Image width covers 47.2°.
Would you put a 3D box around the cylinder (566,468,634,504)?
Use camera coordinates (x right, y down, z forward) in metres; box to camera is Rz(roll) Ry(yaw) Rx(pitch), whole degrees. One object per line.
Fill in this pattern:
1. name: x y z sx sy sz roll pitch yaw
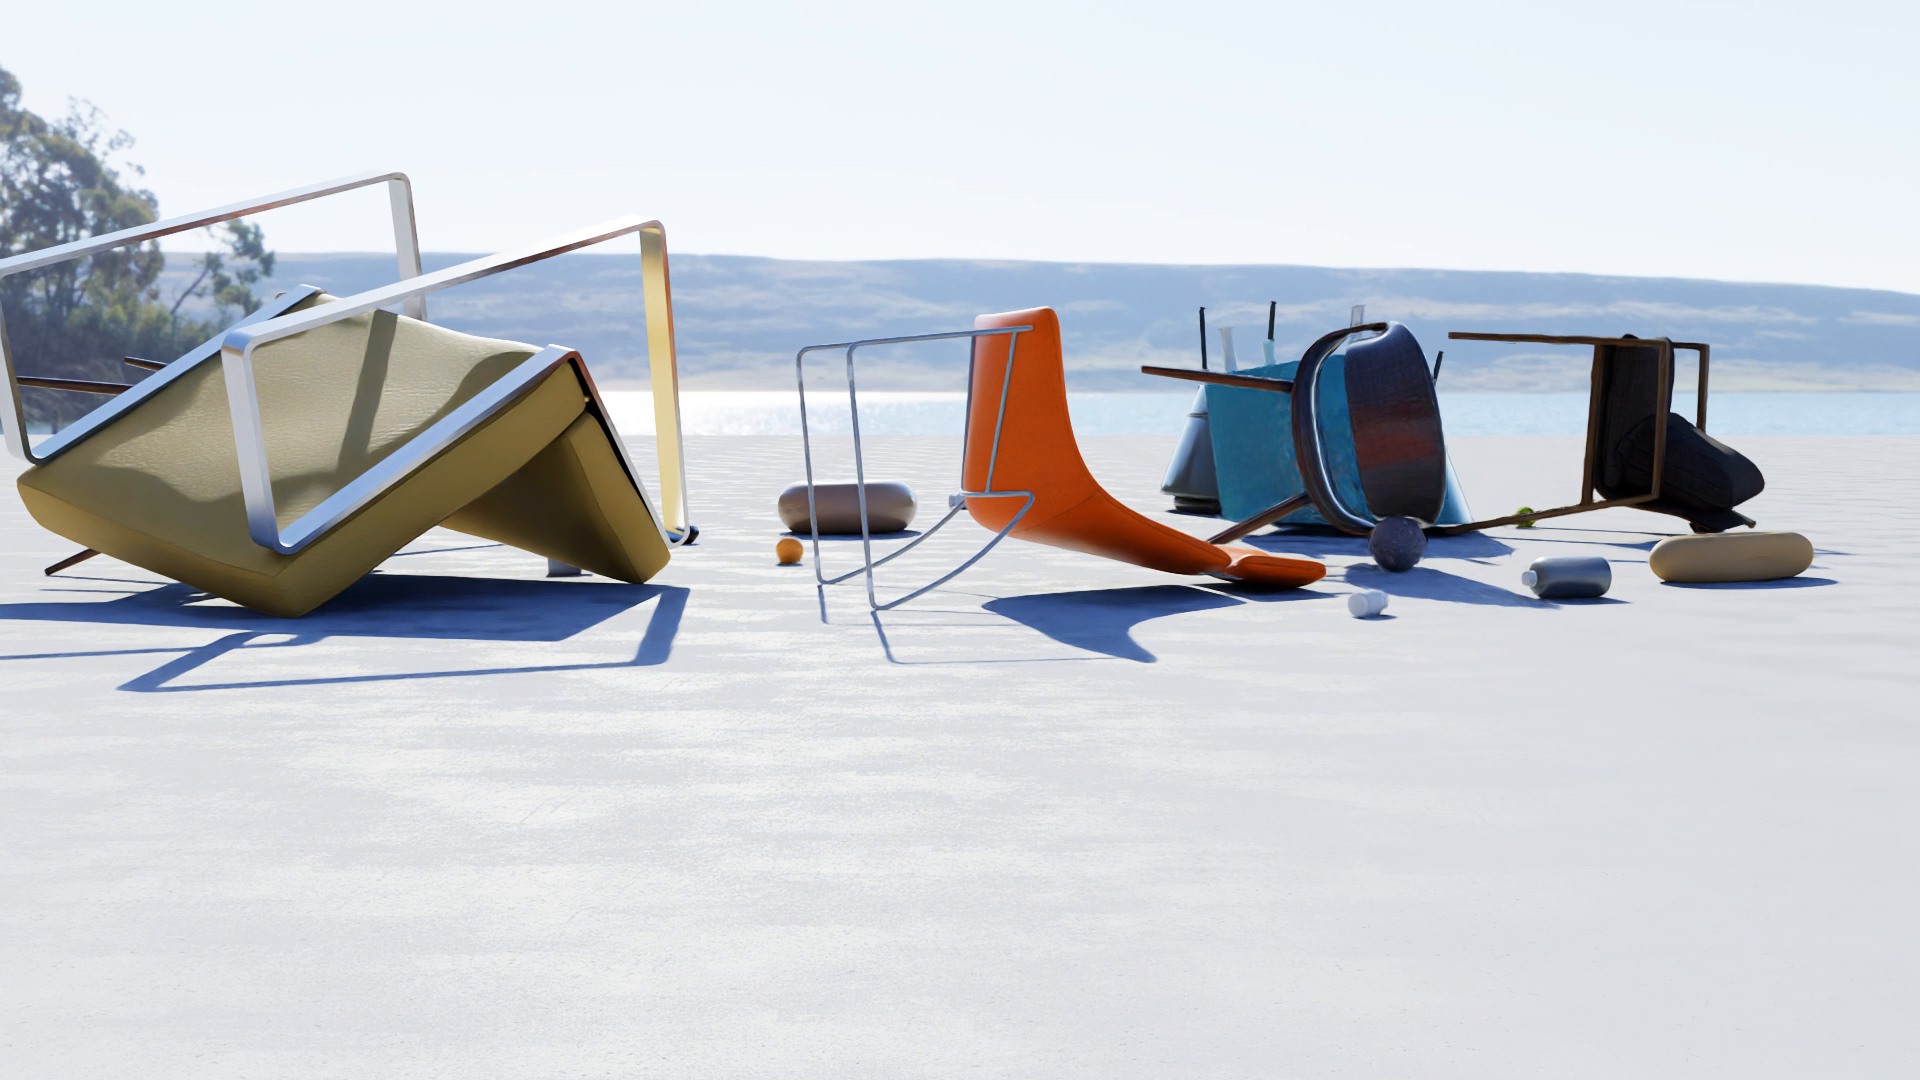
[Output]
1. cylinder: -1.429 -0.215 8.719 0.252 0.128 0.144 5 2 -16

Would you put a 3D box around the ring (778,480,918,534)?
1. ring: -0.353 -0.106 6.931 0.404 0.163 0.478 2 3 42

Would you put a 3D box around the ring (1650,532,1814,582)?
1. ring: 1.823 0.040 5.190 0.483 0.108 0.184 -3 3 -25

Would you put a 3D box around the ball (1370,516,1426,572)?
1. ball: 1.078 0.009 5.417 0.136 0.136 0.136 0 4 0

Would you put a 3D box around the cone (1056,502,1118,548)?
1. cone: 0.368 -0.011 6.229 0.181 0.094 0.188 23 -50 -32
